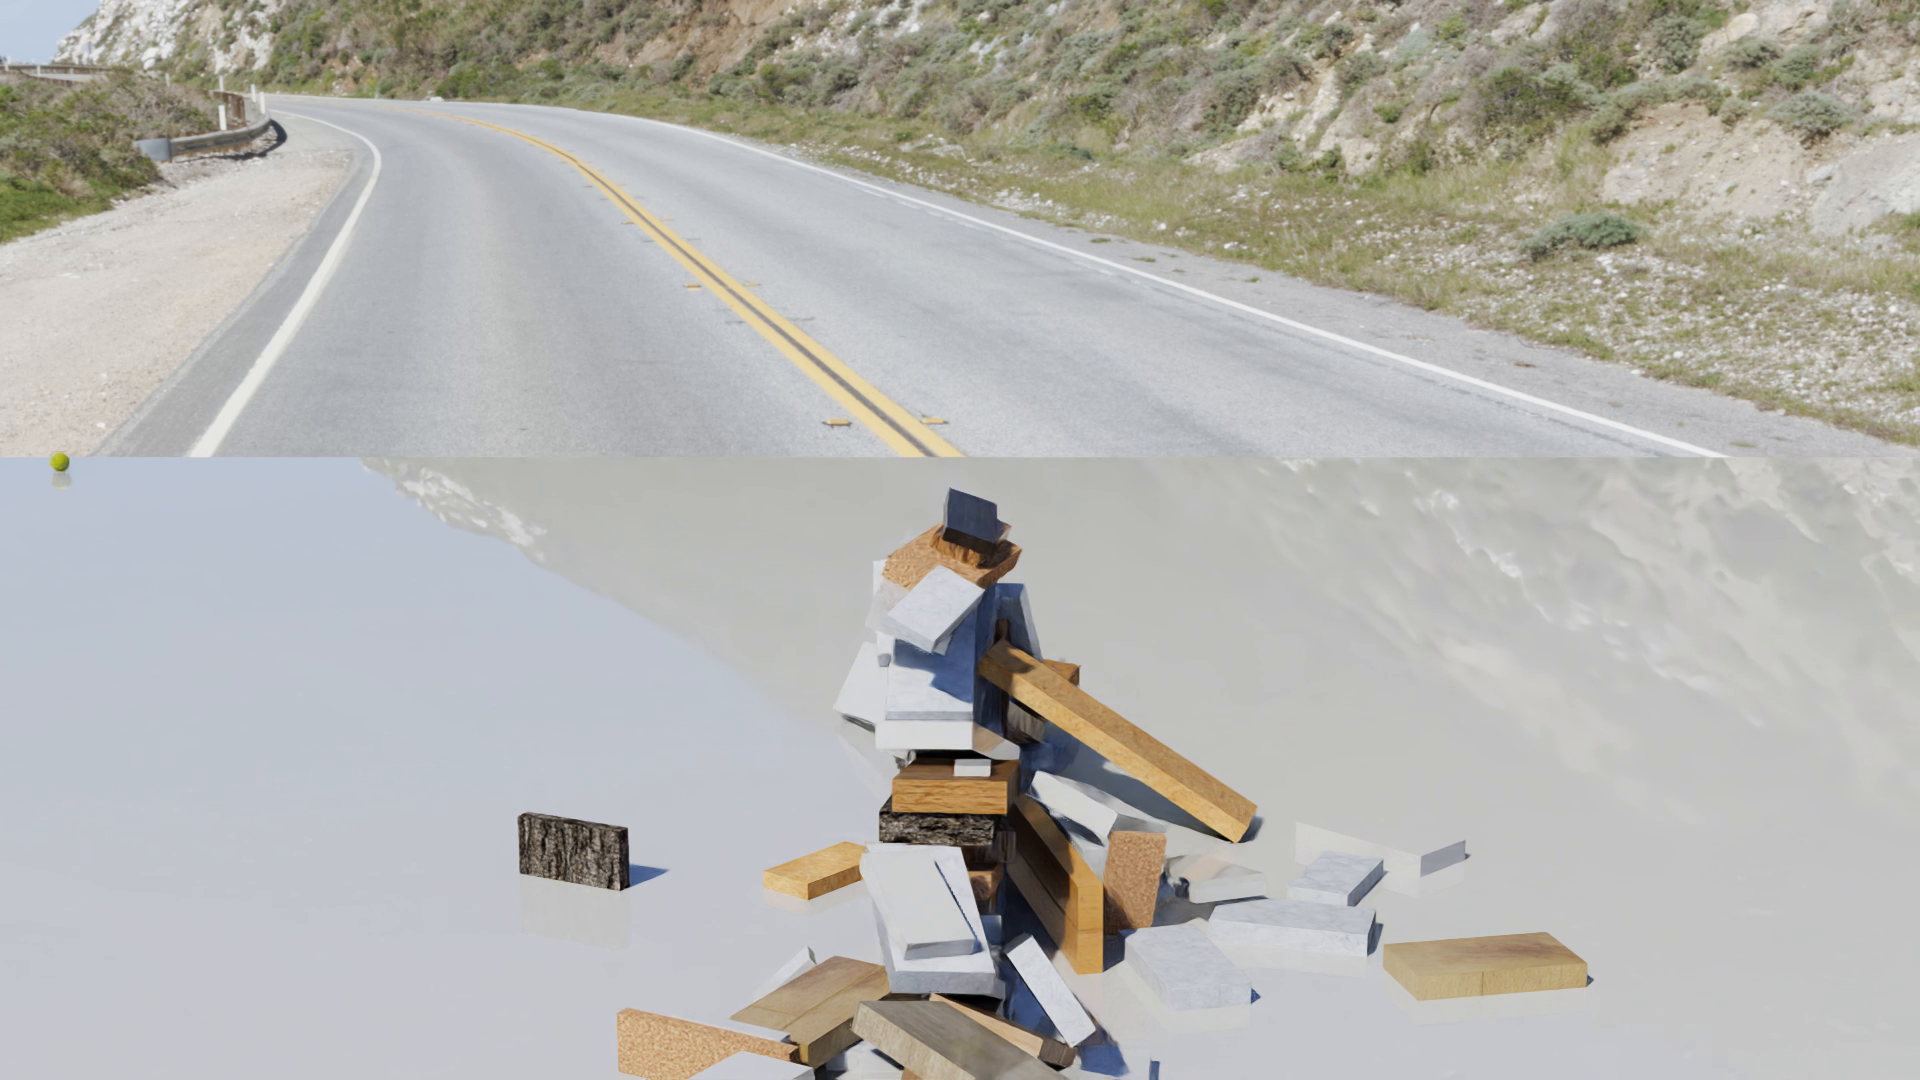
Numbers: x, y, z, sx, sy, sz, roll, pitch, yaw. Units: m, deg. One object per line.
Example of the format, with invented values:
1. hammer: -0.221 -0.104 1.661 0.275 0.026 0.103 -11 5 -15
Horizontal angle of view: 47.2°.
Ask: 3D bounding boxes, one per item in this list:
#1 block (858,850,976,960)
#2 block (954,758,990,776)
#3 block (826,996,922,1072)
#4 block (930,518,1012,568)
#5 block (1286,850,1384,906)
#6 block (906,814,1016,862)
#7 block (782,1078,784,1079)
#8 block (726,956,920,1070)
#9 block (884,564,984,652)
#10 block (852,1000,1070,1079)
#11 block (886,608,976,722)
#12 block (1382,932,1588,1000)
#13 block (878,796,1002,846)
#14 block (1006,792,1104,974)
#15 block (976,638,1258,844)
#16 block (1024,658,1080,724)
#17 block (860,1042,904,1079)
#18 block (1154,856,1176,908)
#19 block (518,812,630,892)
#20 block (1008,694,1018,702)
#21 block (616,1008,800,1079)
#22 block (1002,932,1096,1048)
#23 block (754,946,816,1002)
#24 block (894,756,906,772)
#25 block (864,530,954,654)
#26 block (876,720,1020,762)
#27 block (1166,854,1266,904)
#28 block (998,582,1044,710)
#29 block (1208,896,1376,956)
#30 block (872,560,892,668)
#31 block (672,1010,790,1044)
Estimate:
1. block: -0.060 0.493 2.987 0.097 0.028 0.194 0 30 -23
2. block: 0.019 0.341 3.296 0.053 0.015 0.106 1 0 1
3. block: -0.118 0.684 3.088 0.097 0.028 0.244 1 11 7
4. block: 0.021 -0.008 4.104 0.096 0.027 0.192 25 23 11
5. block: 0.631 0.571 3.689 0.103 0.029 0.205 5 12 27
6. block: -0.010 0.468 3.521 0.167 0.047 0.352 1 0 -4
7. block: -0.353 0.723 2.507 0.327 0.163 0.046 -4 12 -19
8. block: -0.191 0.655 3.055 0.144 0.041 0.288 6 12 29
9. block: -0.044 0.118 3.825 0.096 0.027 0.192 30 37 13
10. block: 0.002 0.641 2.730 0.139 0.039 0.278 9 6 -38
11. block: -0.049 0.223 3.976 0.151 0.043 0.301 0 38 2
12. block: 0.787 0.639 3.302 0.266 0.038 0.133 -2 11 -11
13. block: -0.026 0.419 3.360 0.167 0.047 0.334 1 0 3
14. block: 0.147 0.543 3.540 0.039 0.139 0.486 -2 11 -11
15. block: 0.286 0.363 4.016 0.563 0.038 0.133 33 17 7
16. block: 0.136 0.321 4.686 0.162 0.046 0.324 8 16 16
17. block: -0.075 0.664 2.865 0.092 0.026 0.184 -3 11 3
18. block: 0.302 0.559 3.583 0.084 0.024 0.167 -37 11 7
19. block: -0.655 0.527 3.727 0.205 0.103 0.029 5 11 25
20. block: 0.029 0.229 4.354 0.123 0.246 0.035 -36 21 38
21. block: -0.335 0.688 2.912 0.275 0.084 0.024 6 12 28
22. block: 0.117 0.603 2.968 0.041 0.144 0.288 -35 -7 -5
23. block: -0.254 0.637 3.190 0.106 0.015 0.053 -42 13 1
24. block: -0.042 0.412 3.883 0.118 0.033 0.236 -4 33 -13
25. block: -0.065 0.091 4.018 0.150 0.042 0.368 20 23 1
26. block: -0.014 0.336 3.563 0.151 0.043 0.413 -1 -11 12
27. block: 0.393 0.557 3.629 0.123 0.035 0.247 -4 1 -19
28. block: 0.081 0.214 4.426 0.150 0.300 0.042 1 39 20
29. block: 0.526 0.608 3.477 0.247 0.035 0.123 3 11 16
30. block: -0.098 0.134 4.148 0.123 0.035 0.246 -4 44 -2
31. block: -0.304 0.684 2.922 0.174 0.087 0.025 6 12 28
